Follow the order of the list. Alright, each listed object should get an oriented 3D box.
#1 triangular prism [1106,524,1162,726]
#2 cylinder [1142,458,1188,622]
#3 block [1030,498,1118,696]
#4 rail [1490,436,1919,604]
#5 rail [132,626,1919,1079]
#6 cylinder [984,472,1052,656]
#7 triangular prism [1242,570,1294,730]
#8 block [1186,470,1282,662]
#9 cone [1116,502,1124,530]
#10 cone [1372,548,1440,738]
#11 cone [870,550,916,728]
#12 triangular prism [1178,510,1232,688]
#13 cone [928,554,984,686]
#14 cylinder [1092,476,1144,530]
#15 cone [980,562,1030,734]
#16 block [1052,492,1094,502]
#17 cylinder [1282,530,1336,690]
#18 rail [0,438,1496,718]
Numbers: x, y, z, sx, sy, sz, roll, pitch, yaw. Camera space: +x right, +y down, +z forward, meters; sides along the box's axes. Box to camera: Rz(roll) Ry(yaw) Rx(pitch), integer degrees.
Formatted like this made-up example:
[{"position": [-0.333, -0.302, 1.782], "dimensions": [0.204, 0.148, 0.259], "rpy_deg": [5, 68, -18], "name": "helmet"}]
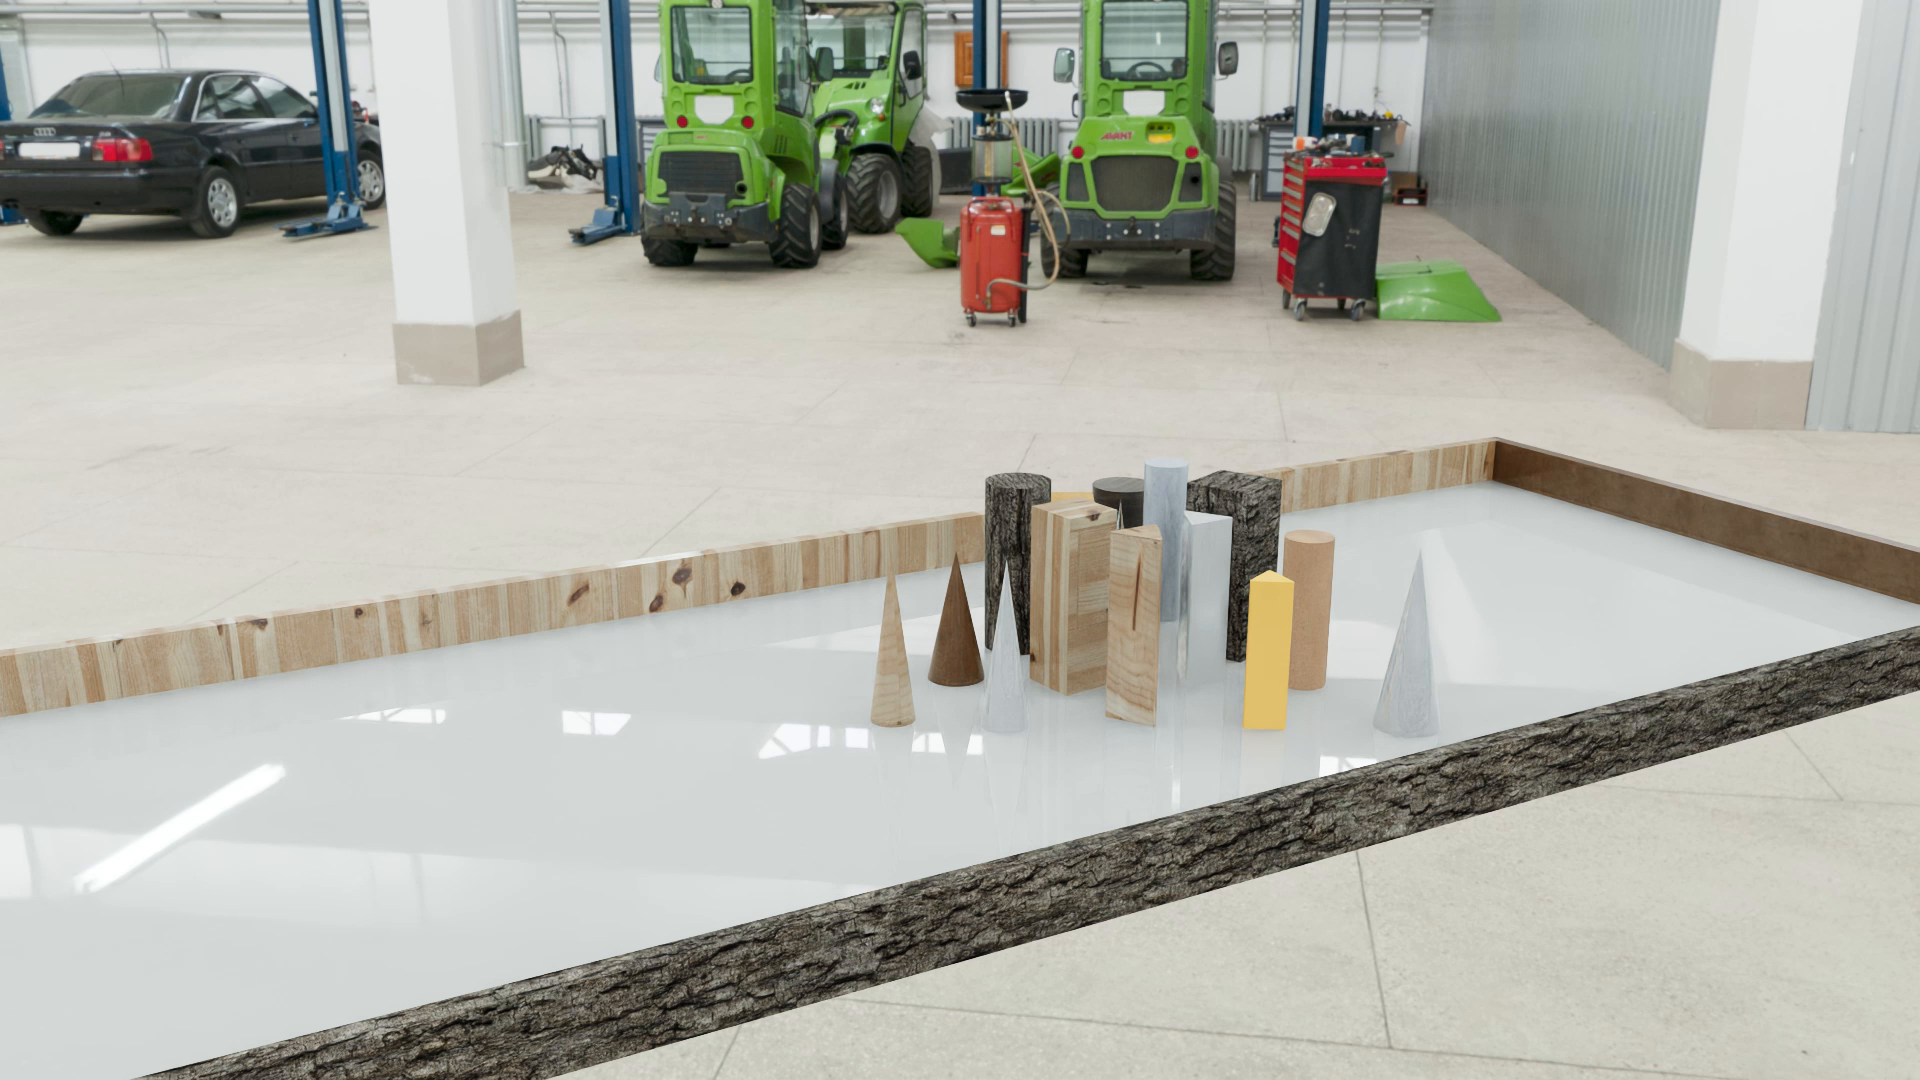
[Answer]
[{"position": [0.430, 0.196, 3.878], "dimensions": [0.128, 0.457, 0.111], "rpy_deg": [10, 19, 29], "name": "triangular prism"}, {"position": [0.566, -0.001, 4.576], "dimensions": [0.119, 0.441, 0.119], "rpy_deg": [0, 16, 0], "name": "cylinder"}, {"position": [0.279, 0.138, 4.086], "dimensions": [0.148, 0.451, 0.148], "rpy_deg": [-11, 20, -34], "name": "block"}, {"position": [2.466, -0.048, 5.253], "dimensions": [0.050, 0.150, 2.100], "rpy_deg": [-9, 18, -27], "name": "rail"}, {"position": [-2.336, 1.006, 1.665], "dimensions": [12.000, 0.150, 0.050], "rpy_deg": [-9, 18, -27], "name": "rail"}, {"position": [0.151, 0.062, 4.345], "dimensions": [0.172, 0.451, 0.172], "rpy_deg": [0, 16, 0], "name": "cylinder"}, {"position": [0.715, 0.256, 3.844], "dimensions": [0.098, 0.361, 0.085], "rpy_deg": [2, 16, 6], "name": "triangular prism"}, {"position": [0.711, 0.065, 4.329], "dimensions": [0.179, 0.453, 0.179], "rpy_deg": [12, 20, 36], "name": "block"}, {"position": [0.418, 0.086, 4.350], "dimensions": [0.102, 0.402, 0.102], "rpy_deg": [0, 16, 0], "name": "cone"}, {"position": [1.049, 0.225, 3.816], "dimensions": [0.158, 0.436, 0.158], "rpy_deg": [0, 16, 0], "name": "cone"}, {"position": [-0.159, 0.222, 3.853], "dimensions": [0.109, 0.421, 0.109], "rpy_deg": [0, 16, 0], "name": "cone"}, {"position": [0.587, 0.143, 4.119], "dimensions": [0.126, 0.423, 0.109], "rpy_deg": [-10, 19, -30], "name": "triangular prism"}, {"position": [-0.010, 0.185, 4.132], "dimensions": [0.147, 0.334, 0.147], "rpy_deg": [0, 16, 0], "name": "cone"}, {"position": [0.474, -0.010, 4.831], "dimensions": [0.180, 0.315, 0.180], "rpy_deg": [0, 16, 0], "name": "cylinder"}, {"position": [0.106, 0.239, 3.823], "dimensions": [0.117, 0.405, 0.117], "rpy_deg": [0, 16, 0], "name": "cone"}, {"position": [0.298, 0.045, 4.612], "dimensions": [0.144, 0.333, 0.144], "rpy_deg": [0, 16, 1], "name": "block"}, {"position": [0.856, 0.174, 4.090], "dimensions": [0.121, 0.380, 0.121], "rpy_deg": [0, 16, 0], "name": "cylinder"}, {"position": [-3.305, 0.497, 3.399], "dimensions": [12.000, 0.150, 0.050], "rpy_deg": [-9, 18, -27], "name": "rail"}]
